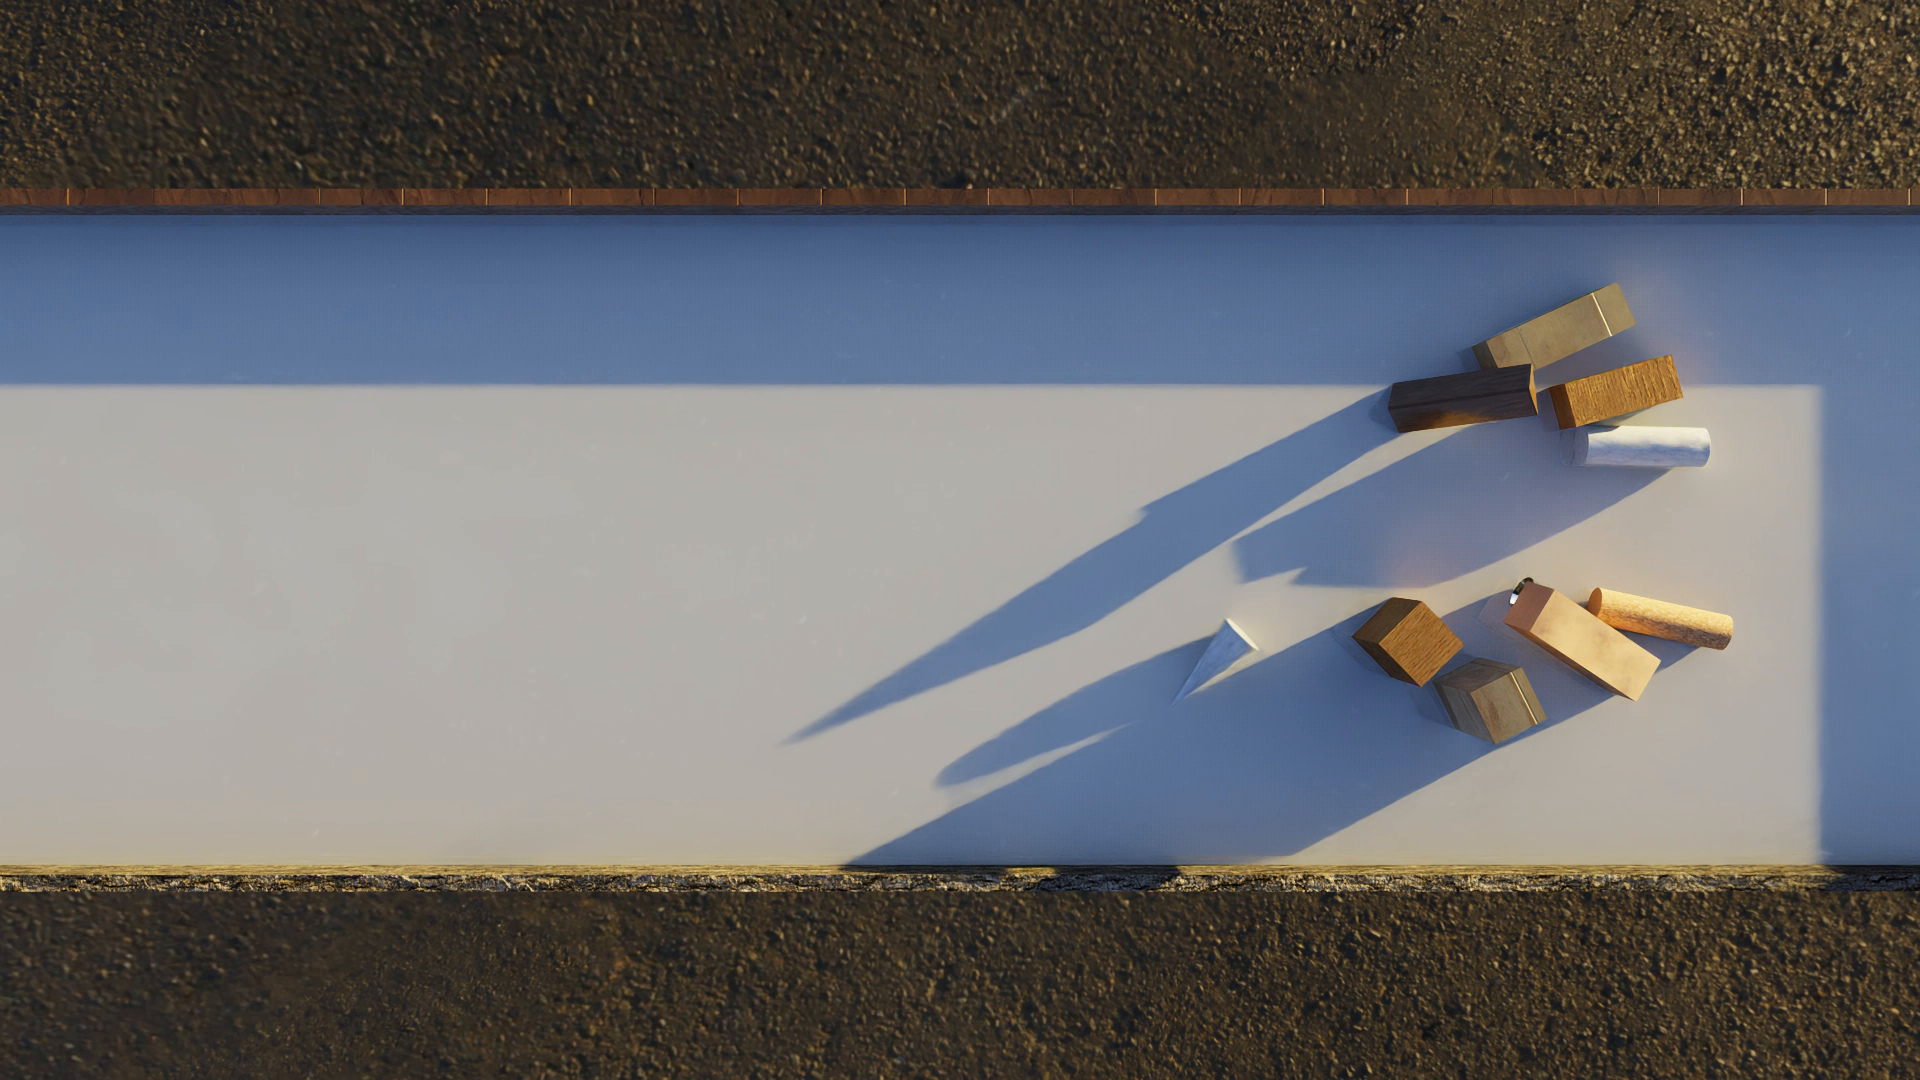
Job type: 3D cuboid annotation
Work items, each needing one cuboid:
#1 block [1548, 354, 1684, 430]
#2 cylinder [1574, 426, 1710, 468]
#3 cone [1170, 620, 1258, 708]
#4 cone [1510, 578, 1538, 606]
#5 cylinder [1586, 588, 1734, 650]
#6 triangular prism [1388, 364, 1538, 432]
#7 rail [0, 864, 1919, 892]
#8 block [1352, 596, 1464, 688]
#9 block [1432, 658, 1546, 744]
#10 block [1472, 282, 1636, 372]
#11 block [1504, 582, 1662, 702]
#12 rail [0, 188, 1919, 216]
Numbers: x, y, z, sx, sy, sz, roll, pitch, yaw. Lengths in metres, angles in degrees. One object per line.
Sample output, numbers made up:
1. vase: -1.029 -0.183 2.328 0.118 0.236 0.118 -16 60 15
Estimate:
1. block: 1.990 -0.448 5.009 0.333 0.135 0.135 -15 90 0
2. cylinder: 2.073 -0.286 5.017 0.367 0.120 0.120 1 90 0
3. cone: 0.751 0.404 5.044 0.132 0.132 0.325 43 101 0
4. cone: 1.868 0.238 5.049 0.352 0.109 0.109 26 90 -9
5. cylinder: 2.129 0.240 5.022 0.404 0.109 0.109 12 90 0
6. triangular prism: 1.495 -0.421 4.922 0.407 0.132 0.153 -7 92 26
7. rail: -2.247 1.025 5.001 12.000 0.150 0.050 0 90 0
8. block: 1.330 0.299 4.914 0.176 0.324 0.176 -44 90 0
9. block: 1.560 0.471 4.883 0.164 0.388 0.164 -27 90 0
10. block: 1.800 -0.620 5.006 0.432 0.142 0.142 -24 90 0
11. block: 1.865 0.304 4.948 0.438 0.144 0.144 31 90 -16
12. rail: -2.247 -1.025 5.002 12.000 0.150 0.050 0 90 0
